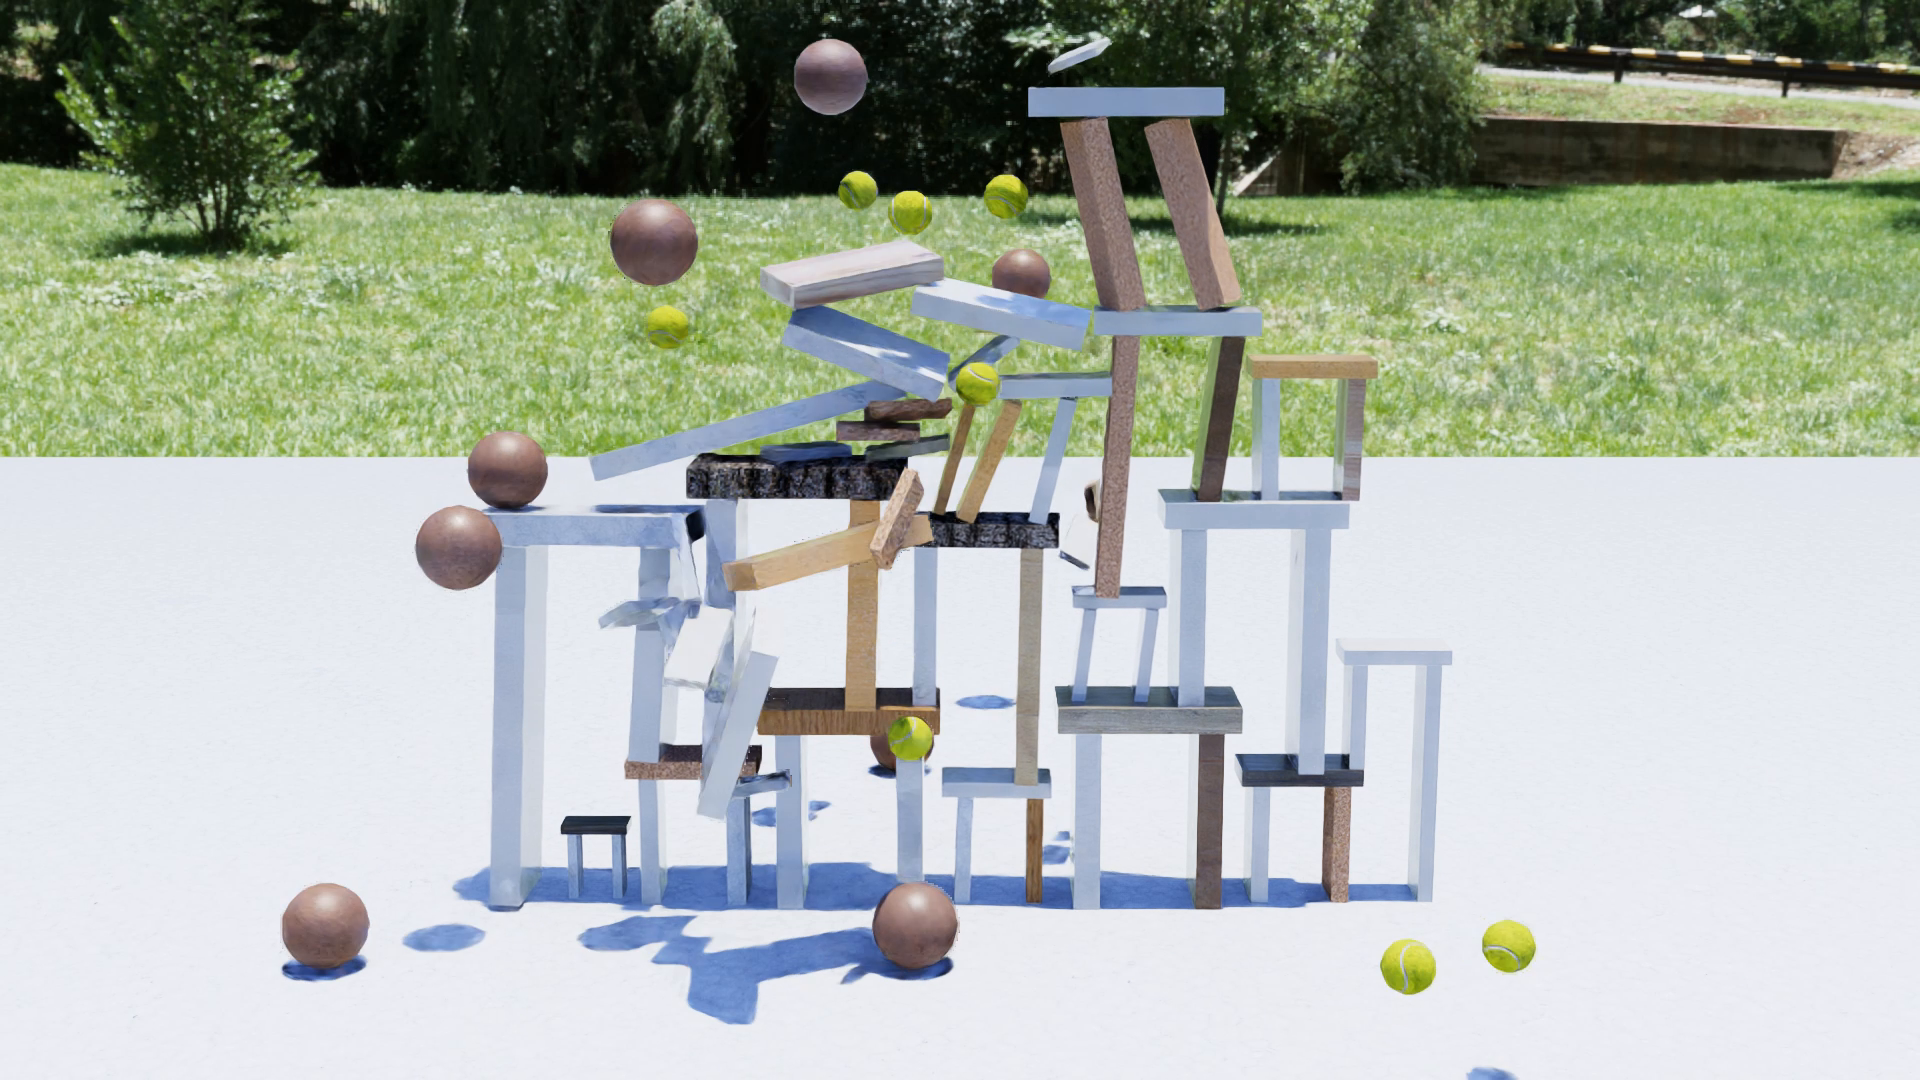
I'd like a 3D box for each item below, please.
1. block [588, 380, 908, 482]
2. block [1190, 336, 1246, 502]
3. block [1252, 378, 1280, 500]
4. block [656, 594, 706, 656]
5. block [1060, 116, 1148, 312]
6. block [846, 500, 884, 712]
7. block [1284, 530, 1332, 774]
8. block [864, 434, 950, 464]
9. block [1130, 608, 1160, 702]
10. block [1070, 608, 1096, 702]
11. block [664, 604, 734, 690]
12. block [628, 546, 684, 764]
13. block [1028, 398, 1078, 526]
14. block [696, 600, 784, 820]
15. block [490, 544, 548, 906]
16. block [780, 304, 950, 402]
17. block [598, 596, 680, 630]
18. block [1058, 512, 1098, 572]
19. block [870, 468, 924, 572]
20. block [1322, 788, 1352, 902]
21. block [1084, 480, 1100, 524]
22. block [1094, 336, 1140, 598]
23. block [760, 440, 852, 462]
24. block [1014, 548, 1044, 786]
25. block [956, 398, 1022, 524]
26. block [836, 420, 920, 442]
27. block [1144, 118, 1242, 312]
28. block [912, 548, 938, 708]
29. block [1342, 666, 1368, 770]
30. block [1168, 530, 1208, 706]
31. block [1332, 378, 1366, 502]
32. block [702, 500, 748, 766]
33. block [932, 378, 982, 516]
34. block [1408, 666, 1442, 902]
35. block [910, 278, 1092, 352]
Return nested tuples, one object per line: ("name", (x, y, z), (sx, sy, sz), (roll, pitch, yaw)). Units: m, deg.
("block", (-0.342, -0.185, 3.594), (0.518, 0.040, 0.142), (-15, 4, -1))
("block", (0.412, -0.201, 3.526), (0.037, 0.261, 0.131), (7, 11, -1))
("block", (0.491, -0.167, 3.531), (0.028, 0.195, 0.098), (-1, 11, -2))
("block", (-0.426, 0.130, 3.416), (0.018, 0.064, 0.128), (-18, 8, 21))
("block", (0.226, -0.515, 3.465), (0.042, 0.299, 0.149), (-15, 12, -7))
("block", (-0.155, 0.091, 3.575), (0.048, 0.342, 0.171), (2, 10, -1))
("block", (0.567, 0.168, 3.592), (0.041, 0.404, 0.146), (0, 11, -1))
("block", (-0.084, -0.148, 3.544), (0.134, 0.019, 0.067), (-9, 10, 4))
("block", (0.303, 0.180, 3.598), (0.022, 0.152, 0.076), (6, 10, -1))
("block", (0.202, 0.180, 3.599), (0.022, 0.152, 0.076), (7, 10, -1))
("block", (-0.394, 0.162, 3.323), (0.068, 0.019, 0.142), (8, 49, 10))
("block", (-0.494, 0.175, 3.600), (0.049, 0.347, 0.173), (5, 7, 1))
("block", (0.150, -0.132, 3.524), (0.029, 0.202, 0.101), (14, 11, 2))
("block", (-0.315, 0.245, 3.151), (0.040, 0.283, 0.142), (16, 26, -10))
("block", (-0.727, 0.292, 3.630), (0.049, 0.589, 0.173), (3, 7, 1))
("block", (-0.148, -0.305, 3.510), (0.262, 0.037, 0.131), (21, 25, -5))
("block", (-0.495, 0.112, 3.403), (0.064, 0.018, 0.128), (-29, -12, 28))
("block", (0.208, 0.003, 3.756), (0.056, 0.016, 0.112), (28, 40, -2))
("block", (-0.091, -0.030, 3.203), (0.019, 0.136, 0.068), (17, -22, 17))
("block", (0.626, 0.491, 3.655), (0.028, 0.199, 0.099), (0, 11, 0))
("block", (0.239, -0.045, 3.855), (0.016, 0.112, 0.056), (-5, 15, 18))
("block", (0.252, -0.125, 3.547), (0.037, 0.420, 0.131), (4, 11, 1))
("block", (-0.252, -0.145, 3.589), (0.133, 0.019, 0.067), (-6, 12, -30))
("block", (0.114, 0.195, 3.597), (0.037, 0.391, 0.131), (2, 10, 2))
("block", (0.047, -0.132, 3.536), (0.029, 0.202, 0.101), (22, 10, -4))
("block", (-0.132, -0.175, 3.535), (0.133, 0.019, 0.067), (1, 14, -3))
("block", (0.371, -0.516, 3.483), (0.042, 0.299, 0.149), (-16, 5, 20))
("block", (-0.056, 0.129, 3.591), (0.037, 0.261, 0.131), (1, 10, 0))
("block", (0.648, 0.281, 3.613), (0.025, 0.175, 0.087), (0, 11, 1))
("block", (0.370, 0.112, 3.590), (0.041, 0.292, 0.146), (0, 11, -2))
("block", (0.624, -0.167, 3.529), (0.028, 0.195, 0.098), (1, 11, 0))
("block", (-0.382, 0.136, 3.584), (0.048, 0.436, 0.171), (2, 10, 0))
("block", (-0.004, -0.154, 3.578), (0.019, 0.227, 0.067), (16, 6, -3))
("block", (0.767, 0.392, 3.634), (0.025, 0.402, 0.087), (0, 11, 0))
("block", (0.068, -0.365, 3.516), (0.276, 0.037, 0.131), (13, 21, 3))
